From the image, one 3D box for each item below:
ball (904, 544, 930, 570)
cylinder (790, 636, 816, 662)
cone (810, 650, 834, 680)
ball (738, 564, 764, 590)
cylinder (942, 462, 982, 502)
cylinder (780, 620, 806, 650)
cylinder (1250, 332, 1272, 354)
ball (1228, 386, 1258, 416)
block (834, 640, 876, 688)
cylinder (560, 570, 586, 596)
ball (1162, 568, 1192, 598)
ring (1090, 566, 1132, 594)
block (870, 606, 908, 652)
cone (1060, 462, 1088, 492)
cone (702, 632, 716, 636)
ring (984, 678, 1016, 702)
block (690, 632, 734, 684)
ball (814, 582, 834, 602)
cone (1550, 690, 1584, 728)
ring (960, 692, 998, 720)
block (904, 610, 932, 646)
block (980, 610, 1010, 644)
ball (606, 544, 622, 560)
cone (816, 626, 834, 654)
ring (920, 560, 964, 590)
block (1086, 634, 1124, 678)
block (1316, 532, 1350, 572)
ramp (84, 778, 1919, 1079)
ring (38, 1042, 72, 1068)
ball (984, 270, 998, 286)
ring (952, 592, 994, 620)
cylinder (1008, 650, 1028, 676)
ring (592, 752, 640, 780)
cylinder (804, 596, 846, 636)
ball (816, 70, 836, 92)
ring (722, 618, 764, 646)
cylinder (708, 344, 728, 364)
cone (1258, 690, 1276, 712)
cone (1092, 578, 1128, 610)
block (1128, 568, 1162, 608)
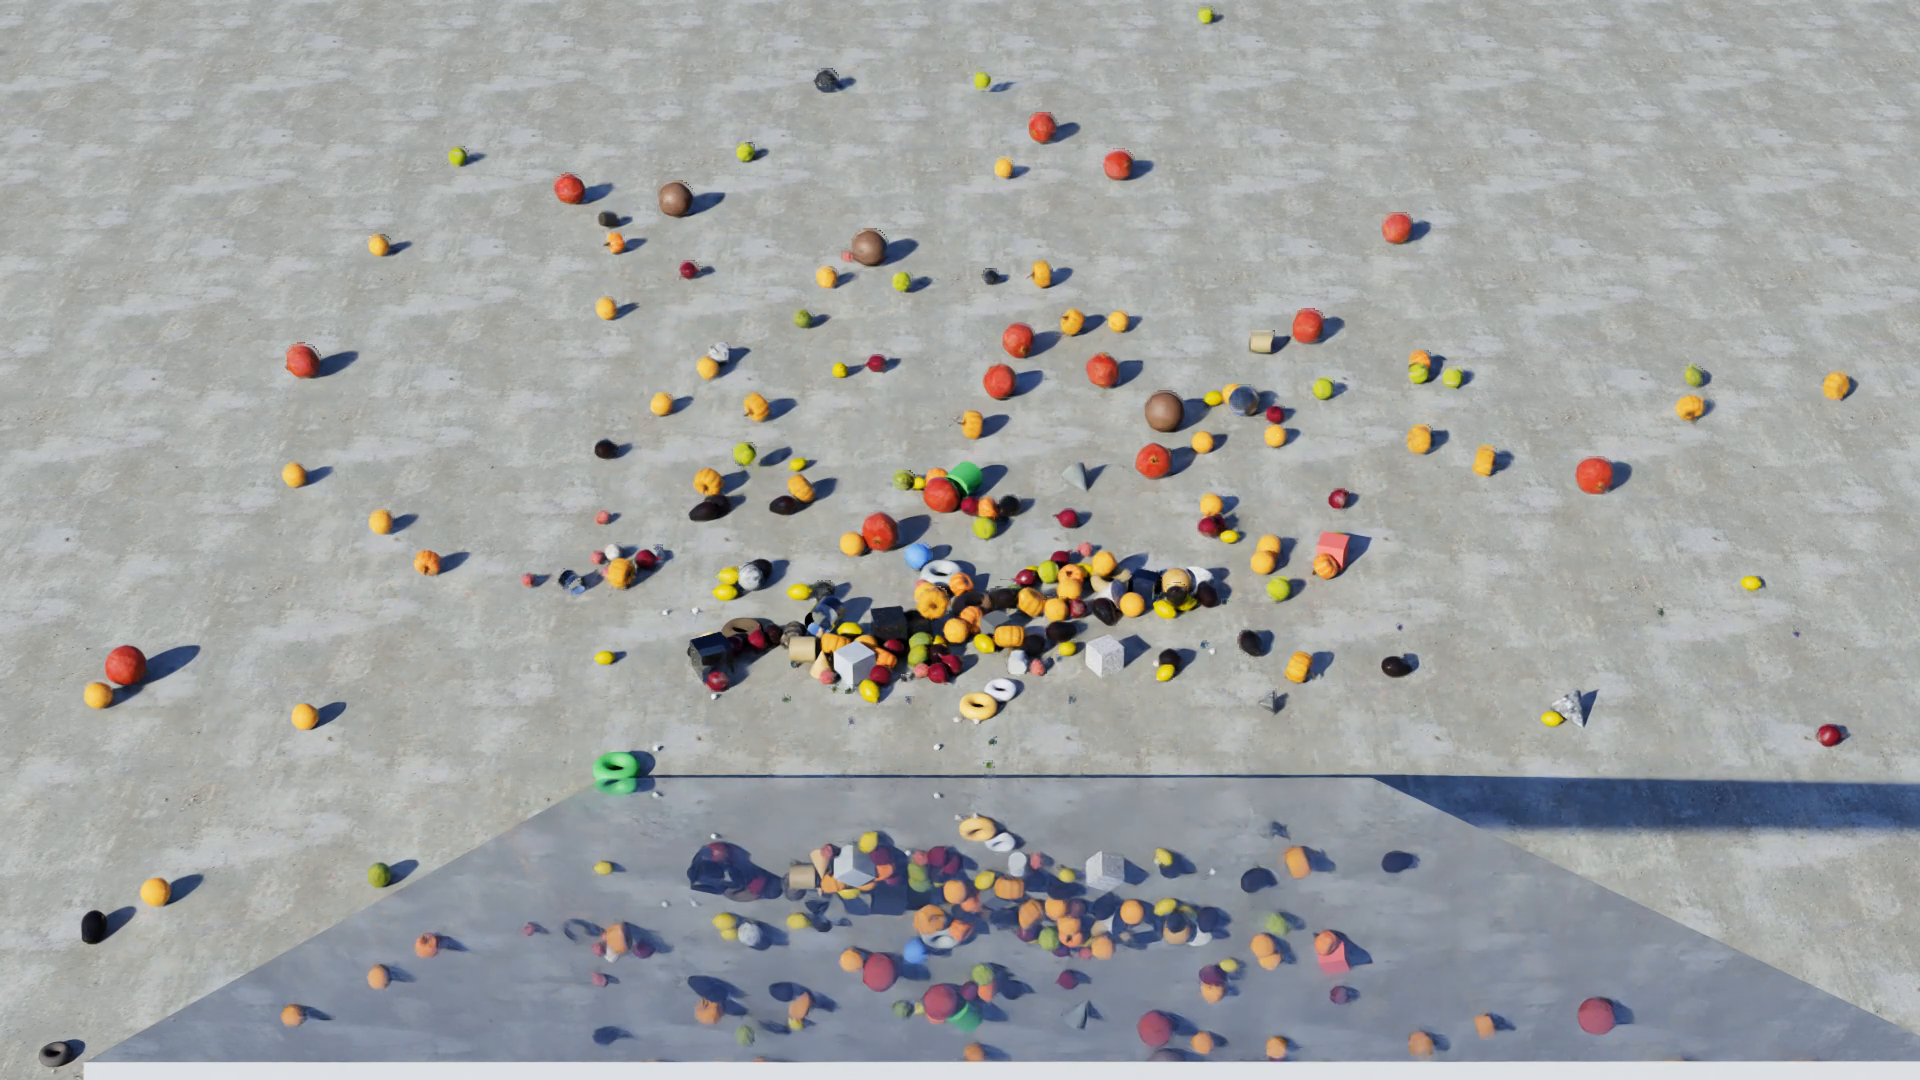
[{"bbox_3d":[-0.127,0.049,7.713,0.079,0.079,0.079,0,33,0],"label":"ball"},{"bbox_3d":[-0.442,0.309,7.313,0.072,0.072,0.072,1,33,1],"label":"cylinder"},{"bbox_3d":[-0.385,0.338,7.265,0.075,0.075,0.075,0,33,0],"label":"cone"},{"bbox_3d":[-0.614,0.111,7.618,0.076,0.076,0.076,0,33,0],"label":"ball"},{"bbox_3d":[0.007,-0.181,8.057,0.095,0.095,0.095,17,37,25],"label":"cylinder"},{"bbox_3d":[-0.474,0.273,7.378,0.062,0.062,0.062,5,33,8],"label":"cylinder"},{"bbox_3d":[1.025,-0.674,8.846,0.072,0.072,0.072,3,33,4],"label":"cylinder"},{"bbox_3d":[0.927,-0.453,8.477,0.098,0.098,0.098,0,33,0],"label":"ball"},{"bbox_3d":[-0.294,0.347,7.244,0.083,0.083,0.083,-25,40,-33],"label":"block"},{"bbox_3d":[-1.138,0.125,7.614,0.057,0.057,0.057,-23,39,-31],"label":"cylinder"},{"bbox_3d":[0.633,0.127,7.580,0.091,0.091,0.091,0,33,0],"label":"ball"},{"bbox_3d":[0.450,0.121,7.632,0.134,0.045,0.134,0,34,0],"label":"ring"},{"bbox_3d":[-0.202,0.254,7.382,0.090,0.090,0.090,-5,33,-8],"label":"block"},{"bbox_3d":[0.375,-0.183,8.110,0.088,0.088,0.088,-20,64,-28],"label":"cone"},{"bbox_3d":[-0.710,0.299,7.372,0.054,0.054,0.054,-11,61,-16],"label":"cone"},{"bbox_3d":[0.112,0.416,7.186,0.089,0.030,0.089,-1,33,1],"label":"ring"},{"bbox_3d":[-0.694,0.330,7.261,0.093,0.093,0.093,-14,35,-21],"label":"block"},{"bbox_3d":[-0.397,0.153,7.565,0.062,0.062,0.062,0,33,0],"label":"ball"},{"bbox_3d":[1.678,0.477,7.077,0.097,0.097,0.097,-17,63,-24],"label":"cone"},{"bbox_3d":[0.050,0.456,7.118,0.105,0.035,0.105,1,33,-1],"label":"ring"},{"bbox_3d":[-0.123,0.251,7.404,0.071,0.071,0.071,-6,33,-10],"label":"block"},{"bbox_3d":[0.102,0.249,7.416,0.062,0.062,0.062,-24,40,-33],"label":"block"},{"bbox_3d":[-1.036,0.036,7.757,0.052,0.052,0.052,0,33,0],"label":"ball"},{"bbox_3d":[-0.394,0.275,7.366,0.072,0.072,0.072,0,33,0],"label":"cone"},{"bbox_3d":[-0.052,0.103,7.662,0.130,0.043,0.130,-1,33,1],"label":"ring"},{"bbox_3d":[0.407,0.326,7.283,0.076,0.076,0.076,-19,37,-27],"label":"block"},{"bbox_3d":[1.110,0.035,7.734,0.080,0.080,0.080,11,34,16],"label":"block"},{"bbox_3d":[0.072,0.635,4.741,2.000,0.100,4.000,0,-1,0],"label":"ramp"},{"bbox_3d":[-2.088,1.187,5.986,0.075,0.025,0.075,0,31,0],"label":"ring"},{"bbox_3d":[0.111,-0.937,9.274,0.054,0.054,0.054,0,33,0],"label":"ball"},{"bbox_3d":[0.038,0.192,7.524,0.125,0.042,0.125,0,31,0],"label":"ring"},{"bbox_3d":[0.162,0.344,7.277,0.052,0.052,0.052,3,33,5],"label":"cylinder"},{"bbox_3d":[-0.910,0.607,6.875,0.128,0.043,0.128,1,31,0],"label":"ring"},{"bbox_3d":[-0.386,0.221,7.436,0.088,0.088,0.088,14,35,20],"label":"cylinder"},{"bbox_3d":[-0.556,-1.900,10.744,0.090,0.090,0.090,0,33,0],"label":"ball"},{"bbox_3d":[-0.621,0.263,7.415,0.120,0.040,0.120,0,31,0],"label":"ring"},{"bbox_3d":[-0.819,-0.630,8.786,0.062,0.062,0.062,-5,33,-9],"label":"cylinder"},{"bbox_3d":[0.850,0.435,7.112,0.054,0.054,0.054,18,74,26],"label":"cone"},{"bbox_3d":[0.422,0.169,7.558,0.096,0.096,0.096,-14,24,30],"label":"cone"},{"bbox_3d":[0.539,0.140,7.573,0.076,0.076,0.076,13,35,20],"label":"block"}]
